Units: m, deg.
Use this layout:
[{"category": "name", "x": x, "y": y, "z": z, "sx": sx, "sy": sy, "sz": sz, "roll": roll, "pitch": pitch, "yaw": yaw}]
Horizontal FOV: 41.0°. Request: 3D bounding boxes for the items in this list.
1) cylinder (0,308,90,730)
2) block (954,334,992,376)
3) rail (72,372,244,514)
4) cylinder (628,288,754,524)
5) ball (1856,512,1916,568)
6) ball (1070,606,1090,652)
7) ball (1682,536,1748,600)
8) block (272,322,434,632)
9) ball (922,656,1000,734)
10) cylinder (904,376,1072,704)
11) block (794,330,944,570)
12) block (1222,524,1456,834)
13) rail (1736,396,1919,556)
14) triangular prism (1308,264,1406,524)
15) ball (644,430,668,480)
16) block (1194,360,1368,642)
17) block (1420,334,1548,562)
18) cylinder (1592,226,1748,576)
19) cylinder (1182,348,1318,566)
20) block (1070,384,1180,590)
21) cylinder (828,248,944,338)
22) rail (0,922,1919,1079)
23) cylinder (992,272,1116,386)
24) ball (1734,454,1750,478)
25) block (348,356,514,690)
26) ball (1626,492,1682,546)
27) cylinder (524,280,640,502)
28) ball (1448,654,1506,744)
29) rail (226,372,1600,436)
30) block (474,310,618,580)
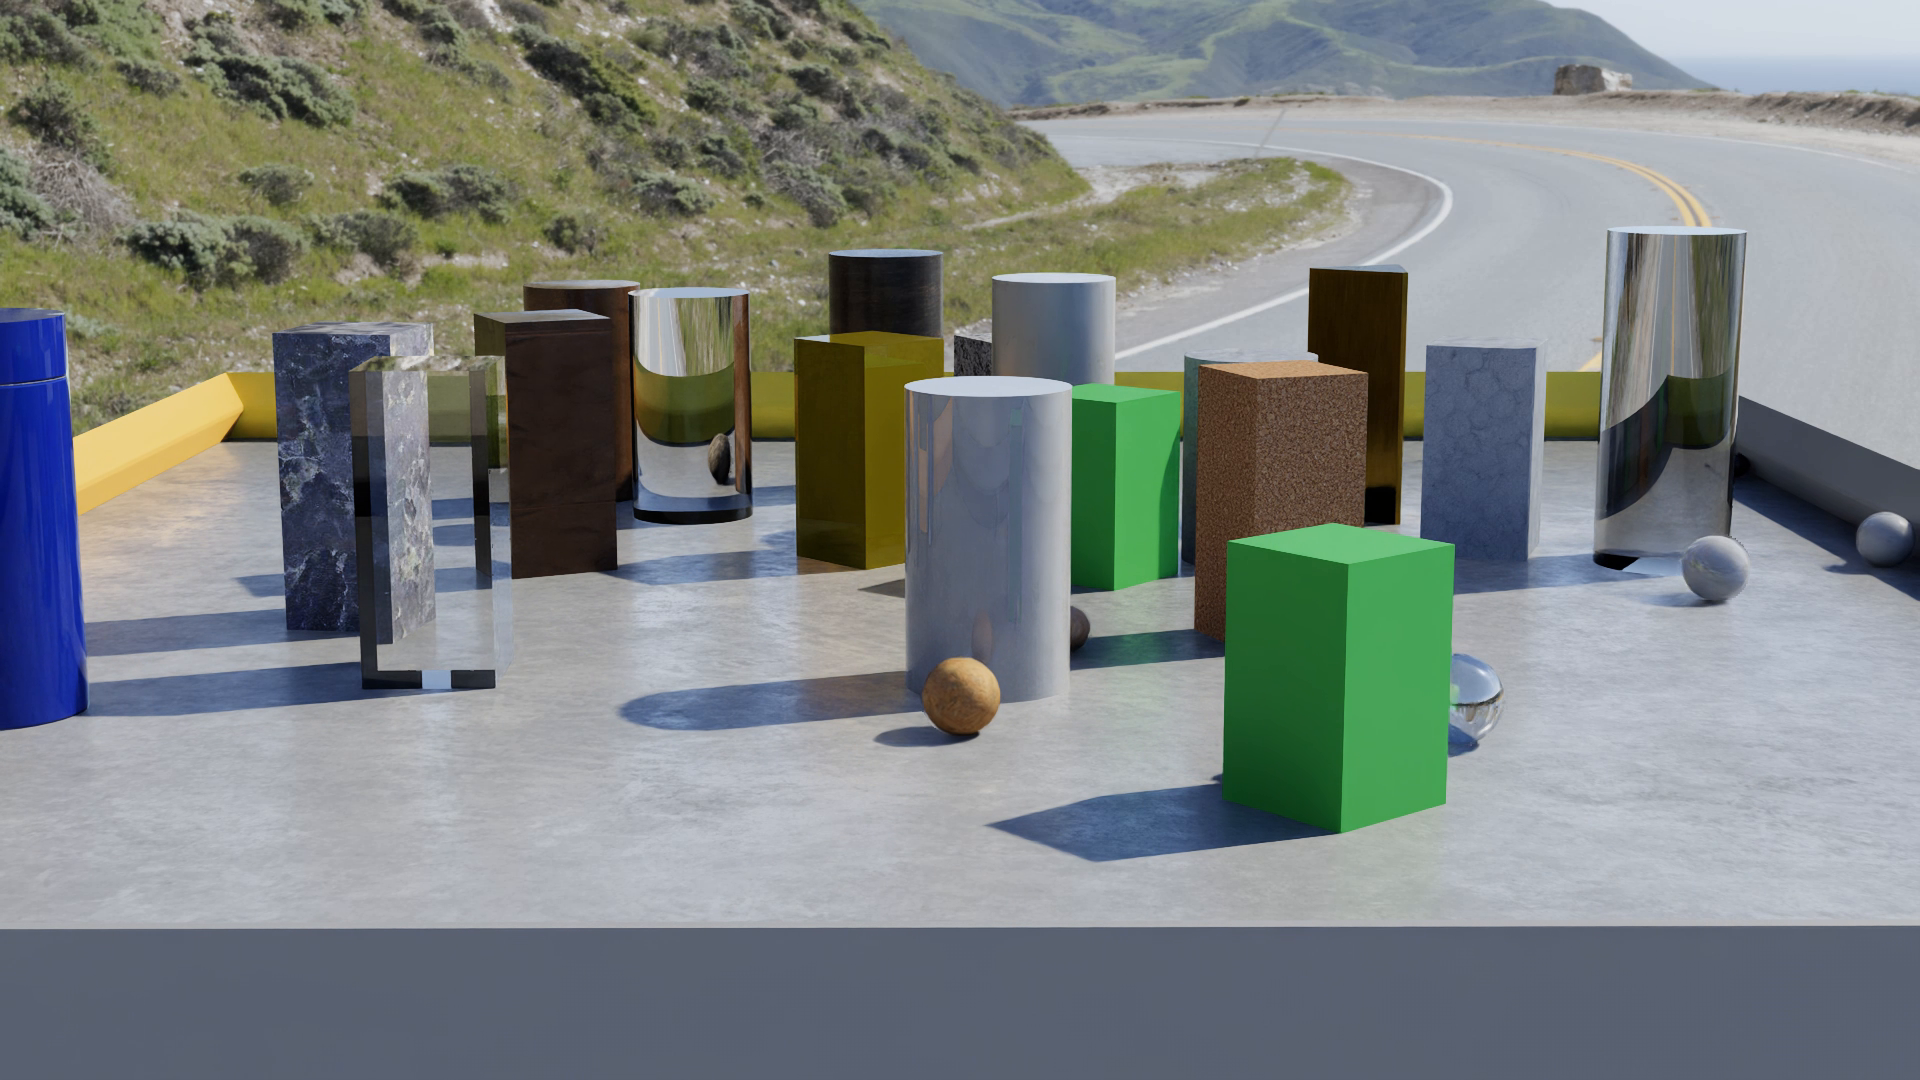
[{"category": "cylinder", "x": -1.097, "y": -0.027, "z": 2.889, "sx": 0.196, "sy": 0.451, "sz": 0.196, "roll": 0, "pitch": 11, "yaw": 0}, {"category": "block", "x": 0.095, "y": -0.242, "z": 4.610, "sx": 0.157, "sy": 0.246, "sz": 0.157, "roll": -5, "pitch": 12, "yaw": -27}, {"category": "rail", "x": -1.415, "y": 0.034, "z": 3.441, "sx": 0.045, "sy": 0.127, "sz": 3.303, "roll": 0, "pitch": 11, "yaw": 0}, {"category": "cylinder", "x": -0.437, "y": -0.221, "z": 4.176, "sx": 0.196, "sy": 0.364, "sz": 0.196, "roll": 0, "pitch": 11, "yaw": 0}, {"category": "ball", "x": 1.355, "y": 0.000, "z": 3.756, "sx": 0.082, "sy": 0.082, "sz": 0.082, "roll": 0, "pitch": 11, "yaw": 0}, {"category": "ball", "x": 0.134, "y": 0.111, "z": 3.222, "sx": 0.058, "sy": 0.058, "sz": 0.058, "roll": 0, "pitch": 11, "yaw": 0}, {"category": "ball", "x": 1.039, "y": 0.038, "z": 3.532, "sx": 0.089, "sy": 0.089, "sz": 0.089, "roll": 0, "pitch": 11, "yaw": 0}, {"category": "block", "x": -0.790, "y": -0.086, "z": 3.380, "sx": 0.157, "sy": 0.388, "sz": 0.157, "roll": 2, "pitch": 11, "yaw": 8}, {"category": "ball", "x": 0.001, "y": 0.171, "z": 2.822, "sx": 0.086, "sy": 0.086, "sz": 0.086, "roll": 0, "pitch": 11, "yaw": 0}, {"category": "cylinder", "x": 0.033, "y": -0.004, "z": 3.026, "sx": 0.196, "sy": 0.357, "sz": 0.196, "roll": 0, "pitch": 11, "yaw": 0}, {"category": "block", "x": -0.135, "y": -0.137, "z": 3.822, "sx": 0.157, "sy": 0.328, "sz": 0.157, "roll": -10, "pitch": 14, "yaw": -43}, {"category": "block", "x": 0.374, "y": 0.132, "z": 2.545, "sx": 0.157, "sy": 0.263, "sz": 0.157, "roll": -9, "pitch": 14, "yaw": -40}, {"category": "rail", "x": 1.415, "y": 0.031, "z": 3.457, "sx": 0.045, "sy": 0.127, "sz": 3.303, "roll": 0, "pitch": 11, "yaw": 0}, {"category": "triangular prism", "x": 0.674, "y": -0.243, "z": 4.184, "sx": 0.170, "sy": 0.403, "sz": 0.147, "roll": 7, "pitch": 13, "yaw": 34}, {"category": "ball", "x": -0.563, "y": -0.151, "z": 4.556, "sx": 0.088, "sy": 0.088, "sz": 0.088, "roll": 0, "pitch": 11, "yaw": 0}, {"category": "block", "x": 0.408, "y": -0.046, "z": 3.278, "sx": 0.157, "sy": 0.347, "sz": 0.157, "roll": -4, "pitch": 11, "yaw": -22}, {"category": "block", "x": 0.792, "y": -0.142, "z": 3.880, "sx": 0.157, "sy": 0.316, "sz": 0.157, "roll": 4, "pitch": 11, "yaw": 20}, {"category": "cylinder", "x": 1.038, "y": -0.208, "z": 3.758, "sx": 0.196, "sy": 0.490, "sz": 0.196, "roll": 0, "pitch": 11, "yaw": 0}, {"category": "cylinder", "x": 0.429, "y": -0.122, "z": 3.805, "sx": 0.196, "sy": 0.305, "sz": 0.196, "roll": 0, "pitch": 11, "yaw": 0}, {"category": "block", "x": 0.205, "y": -0.079, "z": 3.680, "sx": 0.157, "sy": 0.266, "sz": 0.157, "roll": 8, "pitch": 13, "yaw": 38}, {"category": "cylinder", "x": -0.127, "y": -0.290, "z": 4.422, "sx": 0.196, "sy": 0.409, "sz": 0.196, "roll": 0, "pitch": 11, "yaw": 0}, {"category": "rail", "x": 0.009, "y": 0.330, "z": 1.848, "sx": 2.877, "sy": 0.127, "sz": 0.045, "roll": 0, "pitch": 11, "yaw": 0}, {"category": "cylinder", "x": 0.148, "y": -0.220, "z": 4.084, "sx": 0.196, "sy": 0.395, "sz": 0.196, "roll": 0, "pitch": 11, "yaw": 0}, {"category": "ball", "x": 1.389, "y": -0.133, "z": 4.585, "sx": 0.041, "sy": 0.041, "sz": 0.041, "roll": 0, "pitch": 11, "yaw": 0}, {"category": "block", "x": -0.630, "y": -0.024, "z": 3.074, "sx": 0.157, "sy": 0.377, "sz": 0.157, "roll": 0, "pitch": 11, "yaw": -2}, {"category": "ball", "x": 1.064, "y": -0.032, "z": 3.930, "sx": 0.082, "sy": 0.082, "sz": 0.082, "roll": 0, "pitch": 11, "yaw": 0}, {"category": "cylinder", "x": -0.639, "y": -0.255, "z": 4.367, "sx": 0.196, "sy": 0.361, "sz": 0.196, "roll": 0, "pitch": 11, "yaw": 0}, {"category": "ball", "x": 0.541, "y": 0.172, "z": 2.782, "sx": 0.098, "sy": 0.098, "sz": 0.098, "roll": 0, "pitch": 11, "yaw": 0}, {"category": "rail", "x": -0.009, "y": -0.264, "z": 5.050, "sx": 2.877, "sy": 0.127, "sz": 0.045, "roll": 0, "pitch": 11, "yaw": 0}, {"category": "block", "x": -0.605, "y": -0.144, "z": 3.747, "sx": 0.157, "sy": 0.368, "sz": 0.157, "roll": -5, "pitch": 12, "yaw": -26}]
